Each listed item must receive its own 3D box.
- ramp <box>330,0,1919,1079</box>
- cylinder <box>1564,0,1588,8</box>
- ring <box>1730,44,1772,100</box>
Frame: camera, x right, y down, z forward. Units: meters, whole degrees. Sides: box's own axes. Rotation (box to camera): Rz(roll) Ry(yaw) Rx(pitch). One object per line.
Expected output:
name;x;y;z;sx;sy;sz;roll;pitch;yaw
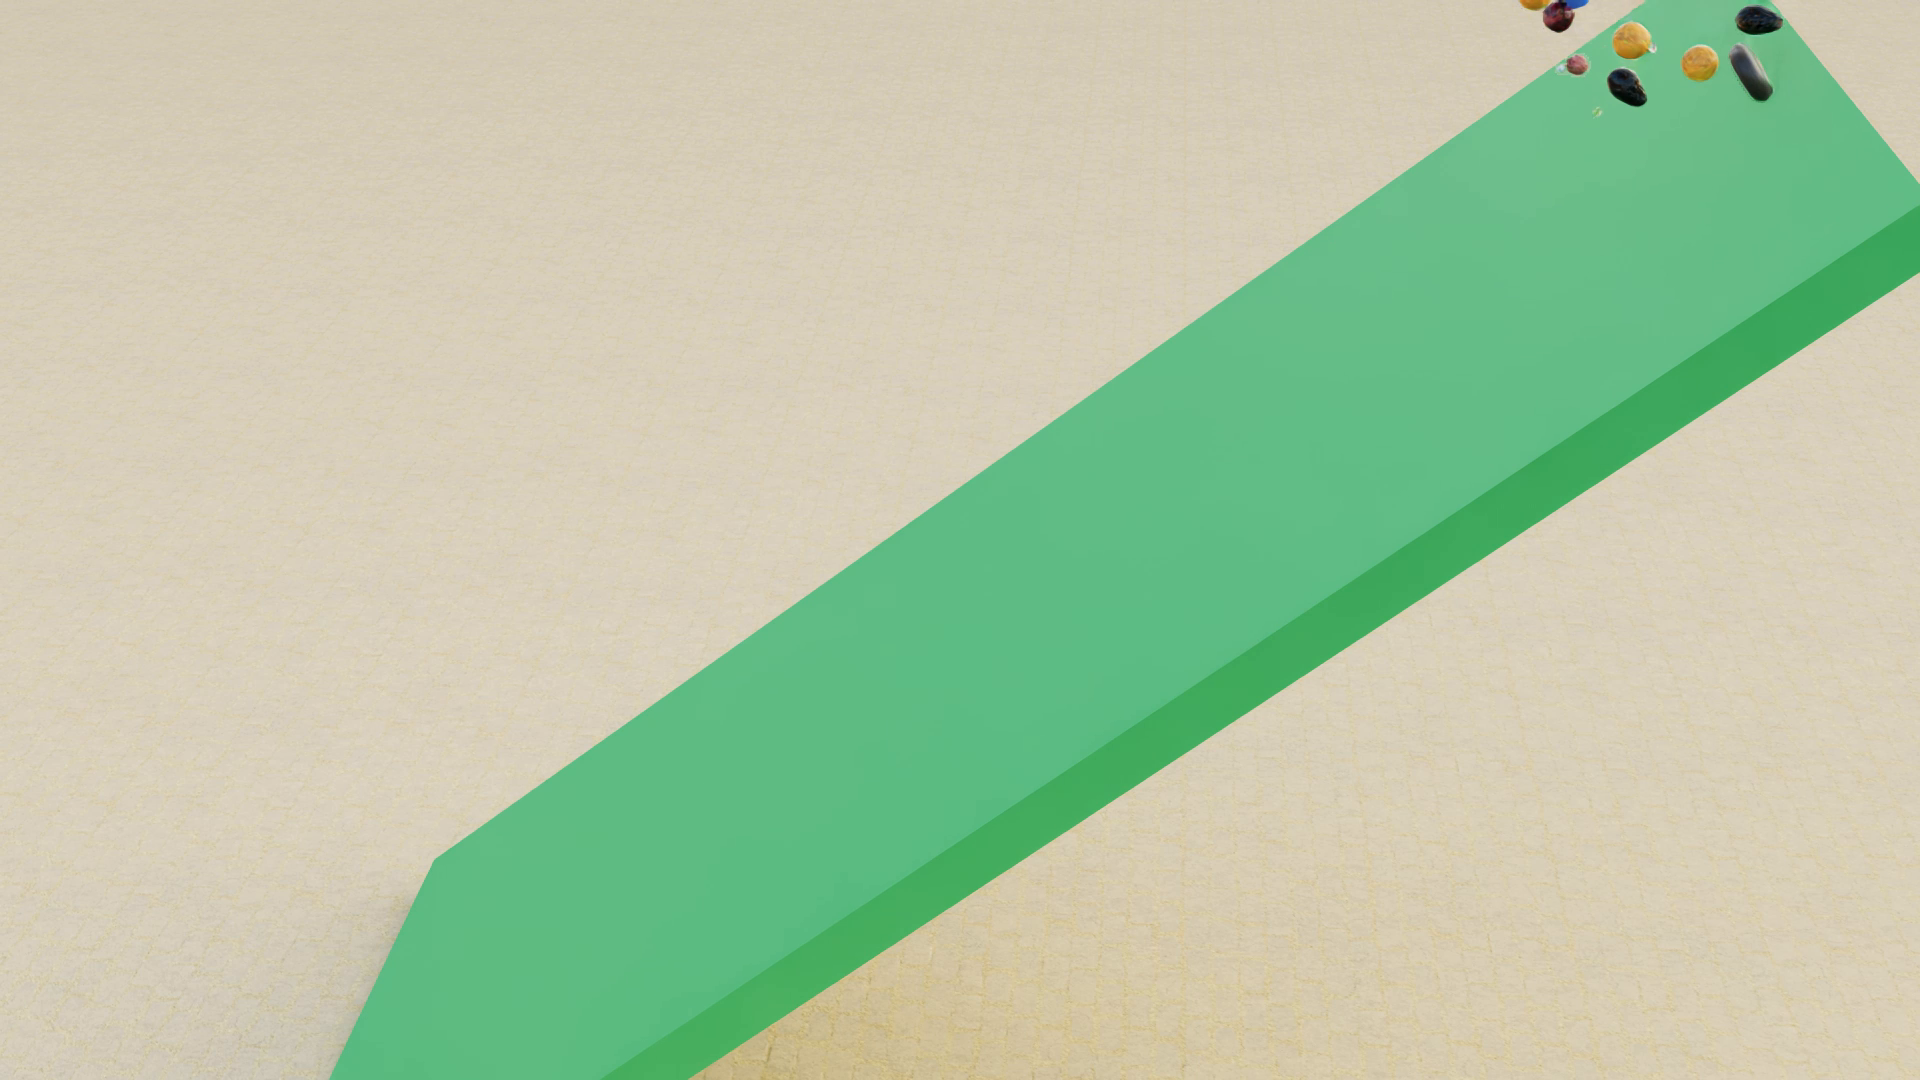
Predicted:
ramp;0.125;0.182;6.331;4.000;0.100;2.000;-35;16;17
cylinder;1.169;-1.048;5.600;0.052;0.052;0.052;-4;45;-10
ring;1.521;-0.900;5.655;0.041;0.122;0.122;-31;13;22
